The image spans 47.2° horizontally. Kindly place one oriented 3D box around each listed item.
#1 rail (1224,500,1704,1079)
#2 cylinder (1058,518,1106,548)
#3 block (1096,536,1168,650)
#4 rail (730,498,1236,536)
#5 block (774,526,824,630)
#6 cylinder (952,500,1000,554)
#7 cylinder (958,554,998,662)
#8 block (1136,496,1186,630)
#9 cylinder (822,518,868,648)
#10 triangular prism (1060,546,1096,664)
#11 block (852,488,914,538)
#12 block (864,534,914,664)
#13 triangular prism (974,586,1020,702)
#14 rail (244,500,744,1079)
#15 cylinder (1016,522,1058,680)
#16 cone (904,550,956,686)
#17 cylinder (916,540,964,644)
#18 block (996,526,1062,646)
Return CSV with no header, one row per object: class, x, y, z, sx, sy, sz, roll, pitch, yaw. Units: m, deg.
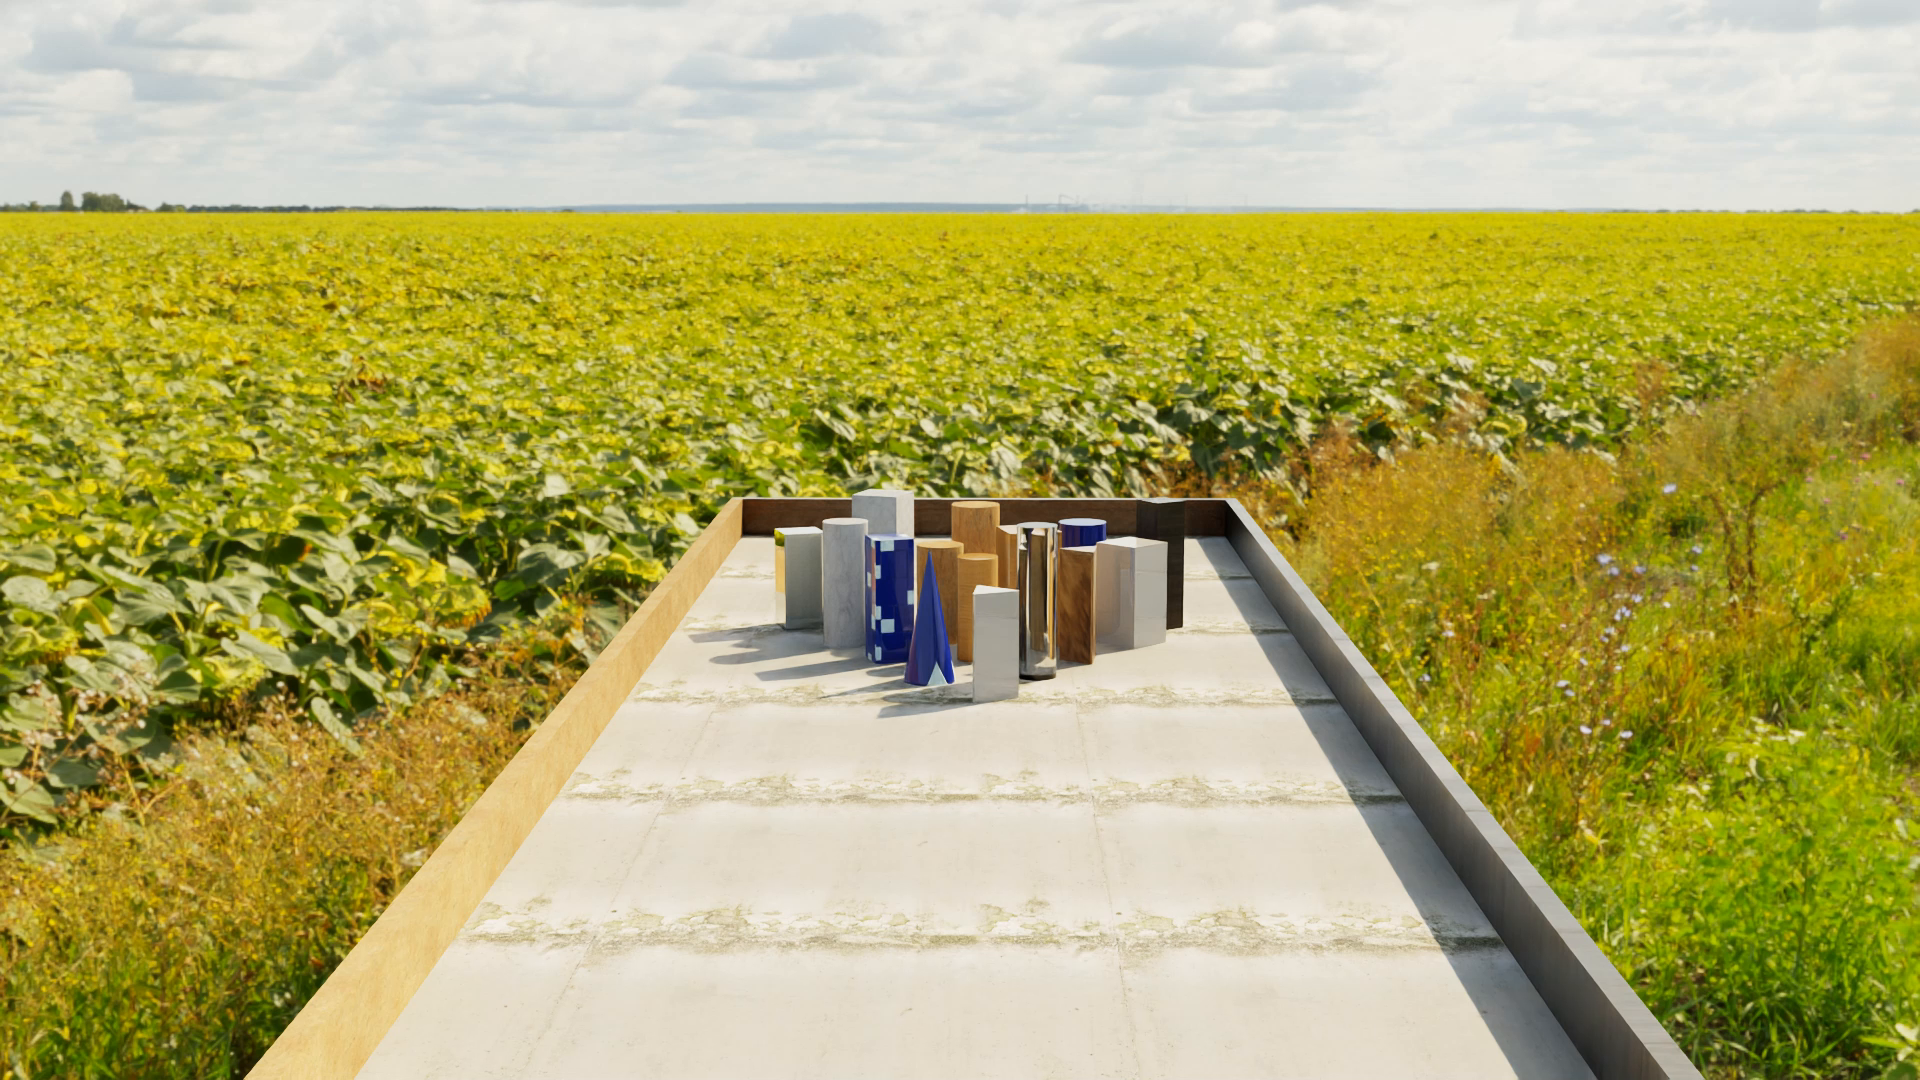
rail,1.046,0.843,3.208,0.050,0.150,12.000,0,9,1
cylinder,0.401,0.111,7.214,0.156,0.343,0.156,0,9,0
block,0.540,0.166,6.938,0.159,0.321,0.159,9,12,44
rail,0.099,-0.098,9.147,2.100,0.150,0.050,0,9,1
block,-0.523,0.125,7.208,0.137,0.316,0.137,-3,9,-18
cylinder,0.050,0.084,7.180,0.157,0.406,0.157,0,9,0
cylinder,0.053,0.206,6.697,0.125,0.317,0.125,0,9,0
block,0.653,0.077,7.186,0.112,0.419,0.112,-6,11,-32
cylinder,-0.359,0.134,6.919,0.143,0.390,0.143,0,9,0
triangular prism,0.382,0.194,6.688,0.121,0.343,0.105,7,11,38
block,-0.250,0.065,7.182,0.155,0.443,0.155,3,10,20
block,-0.215,0.177,6.689,0.121,0.377,0.121,-3,9,-18
triangular prism,0.077,0.289,6.206,0.141,0.307,0.122,-4,10,-24
rail,-1.004,0.839,3.234,0.050,0.150,12.000,0,9,1
cylinder,0.225,0.179,6.442,0.119,0.450,0.119,0,9,0
cone,-0.088,0.215,6.394,0.155,0.394,0.155,0,9,0
cylinder,-0.063,0.167,6.968,0.148,0.310,0.148,0,9,0
block,0.216,0.145,6.930,0.168,0.364,0.168,-2,9,-14
